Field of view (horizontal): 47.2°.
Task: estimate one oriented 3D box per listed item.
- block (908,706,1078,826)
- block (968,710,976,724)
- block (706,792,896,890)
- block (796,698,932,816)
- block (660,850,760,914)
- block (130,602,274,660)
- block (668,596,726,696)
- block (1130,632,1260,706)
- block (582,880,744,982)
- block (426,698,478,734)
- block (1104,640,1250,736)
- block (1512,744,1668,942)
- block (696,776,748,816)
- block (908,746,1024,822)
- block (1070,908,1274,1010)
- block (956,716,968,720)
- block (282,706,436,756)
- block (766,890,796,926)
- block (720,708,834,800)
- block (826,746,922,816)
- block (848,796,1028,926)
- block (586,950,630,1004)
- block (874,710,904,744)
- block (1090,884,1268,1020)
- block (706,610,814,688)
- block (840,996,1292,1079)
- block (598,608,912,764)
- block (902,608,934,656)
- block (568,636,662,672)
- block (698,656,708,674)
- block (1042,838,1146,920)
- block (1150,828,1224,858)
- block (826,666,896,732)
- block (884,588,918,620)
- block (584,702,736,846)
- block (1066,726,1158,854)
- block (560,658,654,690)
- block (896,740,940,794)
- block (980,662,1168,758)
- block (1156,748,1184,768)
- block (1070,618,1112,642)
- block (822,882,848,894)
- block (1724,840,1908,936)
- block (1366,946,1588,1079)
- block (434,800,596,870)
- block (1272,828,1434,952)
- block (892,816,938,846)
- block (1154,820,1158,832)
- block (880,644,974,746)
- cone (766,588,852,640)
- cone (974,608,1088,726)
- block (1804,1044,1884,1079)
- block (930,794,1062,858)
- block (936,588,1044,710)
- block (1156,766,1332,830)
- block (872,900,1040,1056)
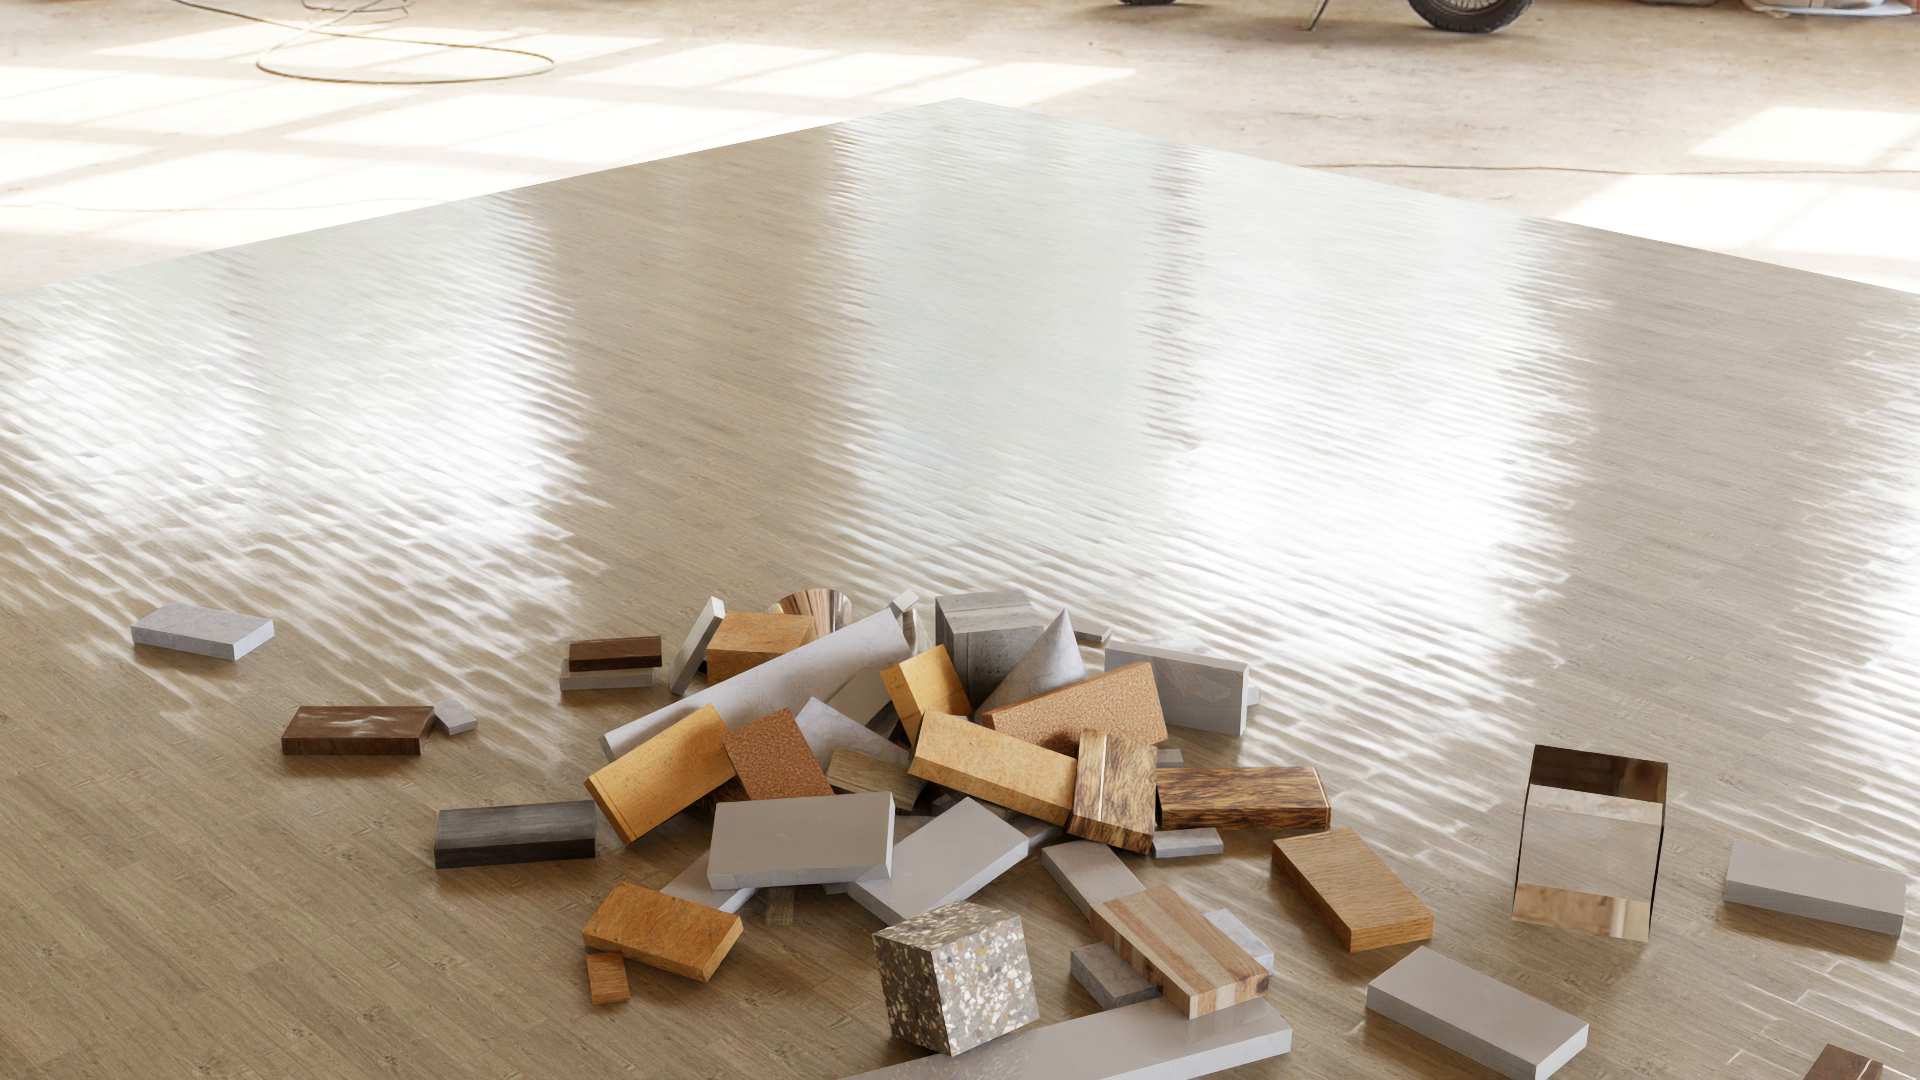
[{"bbox_3d":[0.068,0.450,4.379,0.326,0.046,0.163,20,32,-4],"label":"block"},{"bbox_3d":[0.015,0.429,4.707,0.114,0.032,0.228,18,29,37],"label":"block"},{"bbox_3d":[-0.297,0.566,4.141,0.338,0.048,0.169,-5,44,7],"label":"block"},{"bbox_3d":[-0.213,0.451,4.445,0.297,0.042,0.148,29,50,9],"label":"block"},{"bbox_3d":[-0.467,0.658,4.162,0.131,0.037,0.262,11,26,25],"label":"block"},{"bbox_3d":[-1.792,0.214,5.203,0.292,0.041,0.146,8,24,19],"label":"block"},{"bbox_3d":[-0.593,0.238,4.951,0.029,0.208,0.104,26,16,-20],"label":"block"},{"bbox_3d":[0.529,0.301,4.994,0.156,0.044,0.312,-10,25,-22],"label":"block"},{"bbox_3d":[-0.541,0.709,3.993,0.262,0.037,0.131,11,43,25],"label":"block"},{"bbox_3d":[-1.115,0.387,4.826,0.065,0.018,0.130,-15,27,-31],"label":"block"},{"bbox_3d":[0.470,0.323,4.800,0.312,0.156,0.044,9,25,20],"label":"block"},{"bbox_3d":[1.180,0.564,4.119,0.245,0.245,0.245,7,24,17],"label":"block"},{"bbox_3d":[-0.514,0.490,4.552,0.370,0.041,0.146,21,31,40],"label":"block"},{"bbox_3d":[0.023,0.477,4.415,0.122,0.034,0.243,-22,48,-41],"label":"block"},{"bbox_3d":[0.378,0.754,3.925,0.323,0.046,0.162,-10,25,-23],"label":"block"},{"bbox_3d":[0.002,0.423,4.442,0.050,0.014,0.191,6,35,-13],"label":"block"},{"bbox_3d":[-1.294,0.410,4.741,0.292,0.041,0.146,0,23,0],"label":"block"},{"bbox_3d":[-0.336,0.688,4.121,0.050,0.014,0.100,0,23,0],"label":"block"},{"bbox_3d":[-0.350,0.468,4.316,0.148,0.042,0.297,-23,45,-11],"label":"block"},{"bbox_3d":[-0.174,0.483,4.385,0.184,0.026,0.092,19,50,0],"label":"block"},{"bbox_3d":[-0.040,0.617,4.161,0.162,0.046,0.323,31,44,33],"label":"block"},{"bbox_3d":[-0.627,0.776,3.907,0.065,0.018,0.130,-5,24,-13],"label":"block"},{"bbox_3d":[-0.224,0.447,4.539,0.131,0.037,0.300,8,43,22],"label":"block"},{"bbox_3d":[0.383,0.722,3.881,0.162,0.046,0.323,-12,25,-26],"label":"block"},{"bbox_3d":[-0.434,0.290,4.827,0.195,0.195,0.195,3,23,8],"label":"block"},{"bbox_3d":[0.098,0.885,3.615,0.932,0.047,0.167,-9,25,-21],"label":"block"},{"bbox_3d":[-0.408,0.342,4.598,0.717,0.153,0.043,-23,-5,-32],"label":"block"},{"bbox_3d":[-0.092,0.262,4.992,0.032,0.114,0.262,-22,22,7],"label":"block"},{"bbox_3d":[-0.788,0.260,5.034,0.208,0.029,0.104,-3,23,-7],"label":"block"},{"bbox_3d":[-0.521,0.252,5.125,0.117,0.033,0.234,16,28,33],"label":"block"},{"bbox_3d":[0.261,0.648,4.189,0.121,0.034,0.243,-9,25,-20],"label":"block"},{"bbox_3d":[0.444,0.596,4.332,0.135,0.019,0.067,-3,23,-8],"label":"block"},{"bbox_3d":[-0.222,0.362,4.587,0.114,0.032,0.228,21,49,33],"label":"block"},{"bbox_3d":[-0.166,0.179,5.120,0.033,0.117,0.234,45,10,2],"label":"block"},{"bbox_3d":[-0.583,0.468,4.403,0.306,0.153,0.043,-31,-6,-32],"label":"block"},{"bbox_3d":[0.308,0.500,4.415,0.163,0.046,0.326,15,27,-2],"label":"block"},{"bbox_3d":[-0.803,0.301,5.013,0.208,0.029,0.104,-2,23,-5],"label":"block"},{"bbox_3d":[-0.166,0.467,4.612,0.132,0.037,0.264,-13,26,-28],"label":"block"},{"bbox_3d":[0.243,0.390,4.599,0.400,0.169,0.048,-16,4,-28],"label":"block"},{"bbox_3d":[0.410,0.464,4.647,0.115,0.016,0.058,-1,23,-2],"label":"block"},{"bbox_3d":[0.296,0.215,5.234,0.115,0.016,0.058,11,25,24],"label":"block"},{"bbox_3d":[-0.244,0.646,4.217,0.050,0.014,0.100,-4,23,-18],"label":"block"},{"bbox_3d":[1.617,0.656,4.157,0.312,0.044,0.156,10,25,21],"label":"block"},{"bbox_3d":[0.886,0.816,3.778,0.333,0.047,0.167,21,31,40],"label":"block"},{"bbox_3d":[-0.875,0.580,4.339,0.306,0.043,0.153,-3,23,-7],"label":"block"},{"bbox_3d":[0.737,0.657,4.153,0.167,0.047,0.333,-7,24,-16],"label":"block"},{"bbox_3d":[-0.176,0.591,4.289,0.297,0.042,0.148,2,22,-4],"label":"block"},{"bbox_3d":[0.321,0.565,4.404,0.135,0.019,0.067,-2,23,-6],"label":"block"},{"bbox_3d":[-0.067,0.322,4.631,0.046,0.163,0.326,-25,-2,16],"label":"block"},{"bbox_3d":[-0.321,0.272,4.987,0.231,0.231,0.231,-9,51,-19],"label":"cone"},{"bbox_3d":[0.197,0.274,4.683,0.290,0.290,0.290,9,21,-4],"label":"cone"},{"bbox_3d":[1.410,0.913,3.576,0.092,0.026,0.282,17,28,34],"label":"block"},{"bbox_3d":[0.073,0.557,4.403,0.243,0.034,0.122,19,29,37],"label":"block"},{"bbox_3d":[0.064,0.249,4.917,0.201,0.201,0.201,-5,23,-11],"label":"block"},{"bbox_3d":[0.569,0.524,4.465,0.338,0.048,0.169,-1,23,-2],"label":"block"},{"bbox_3d":[-0.008,0.738,3.725,0.183,0.183,0.183,-16,9,-33],"label":"block"}]
